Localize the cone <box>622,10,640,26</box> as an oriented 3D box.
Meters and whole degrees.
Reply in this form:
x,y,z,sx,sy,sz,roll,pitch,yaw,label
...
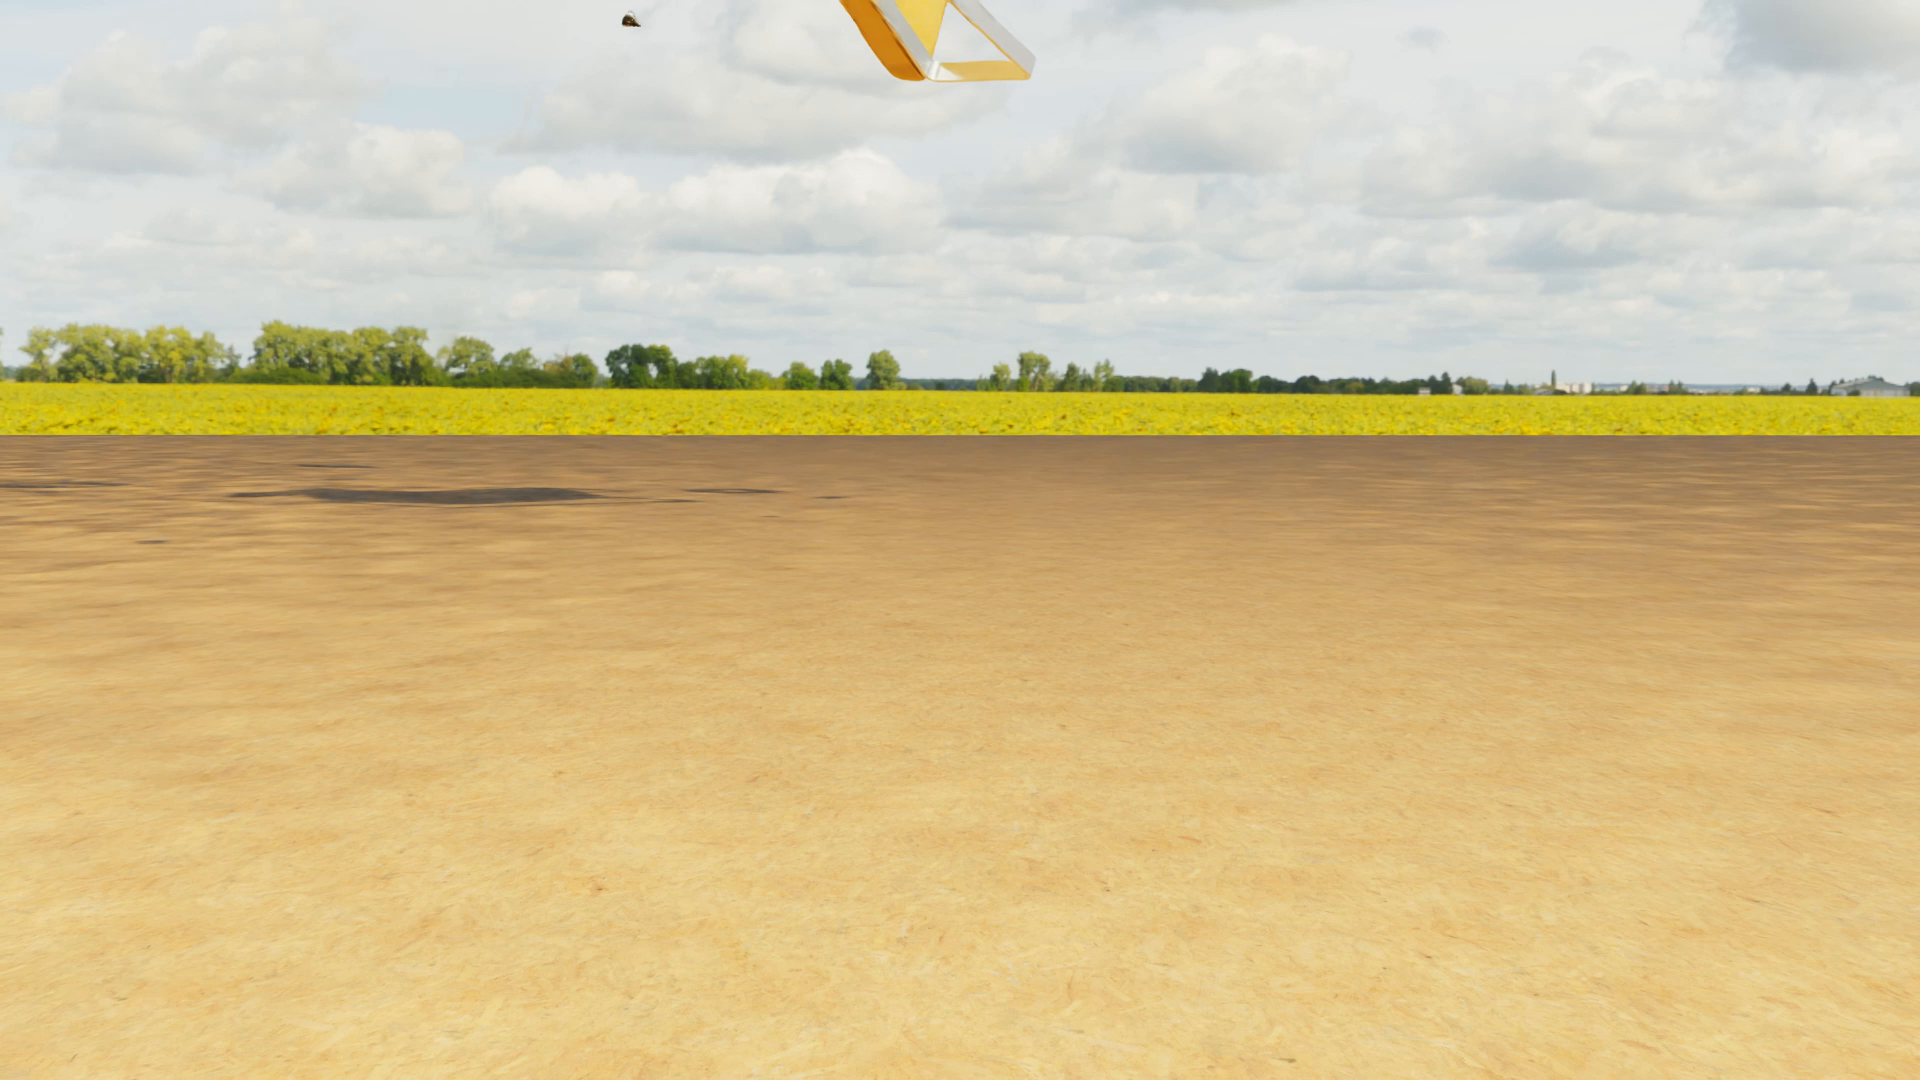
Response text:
x,y,z,sx,sy,sz,roll,pitch,yaw,label
-1.215,-1.931,8.203,0.067,0.069,0.052,33,-9,12,cone
